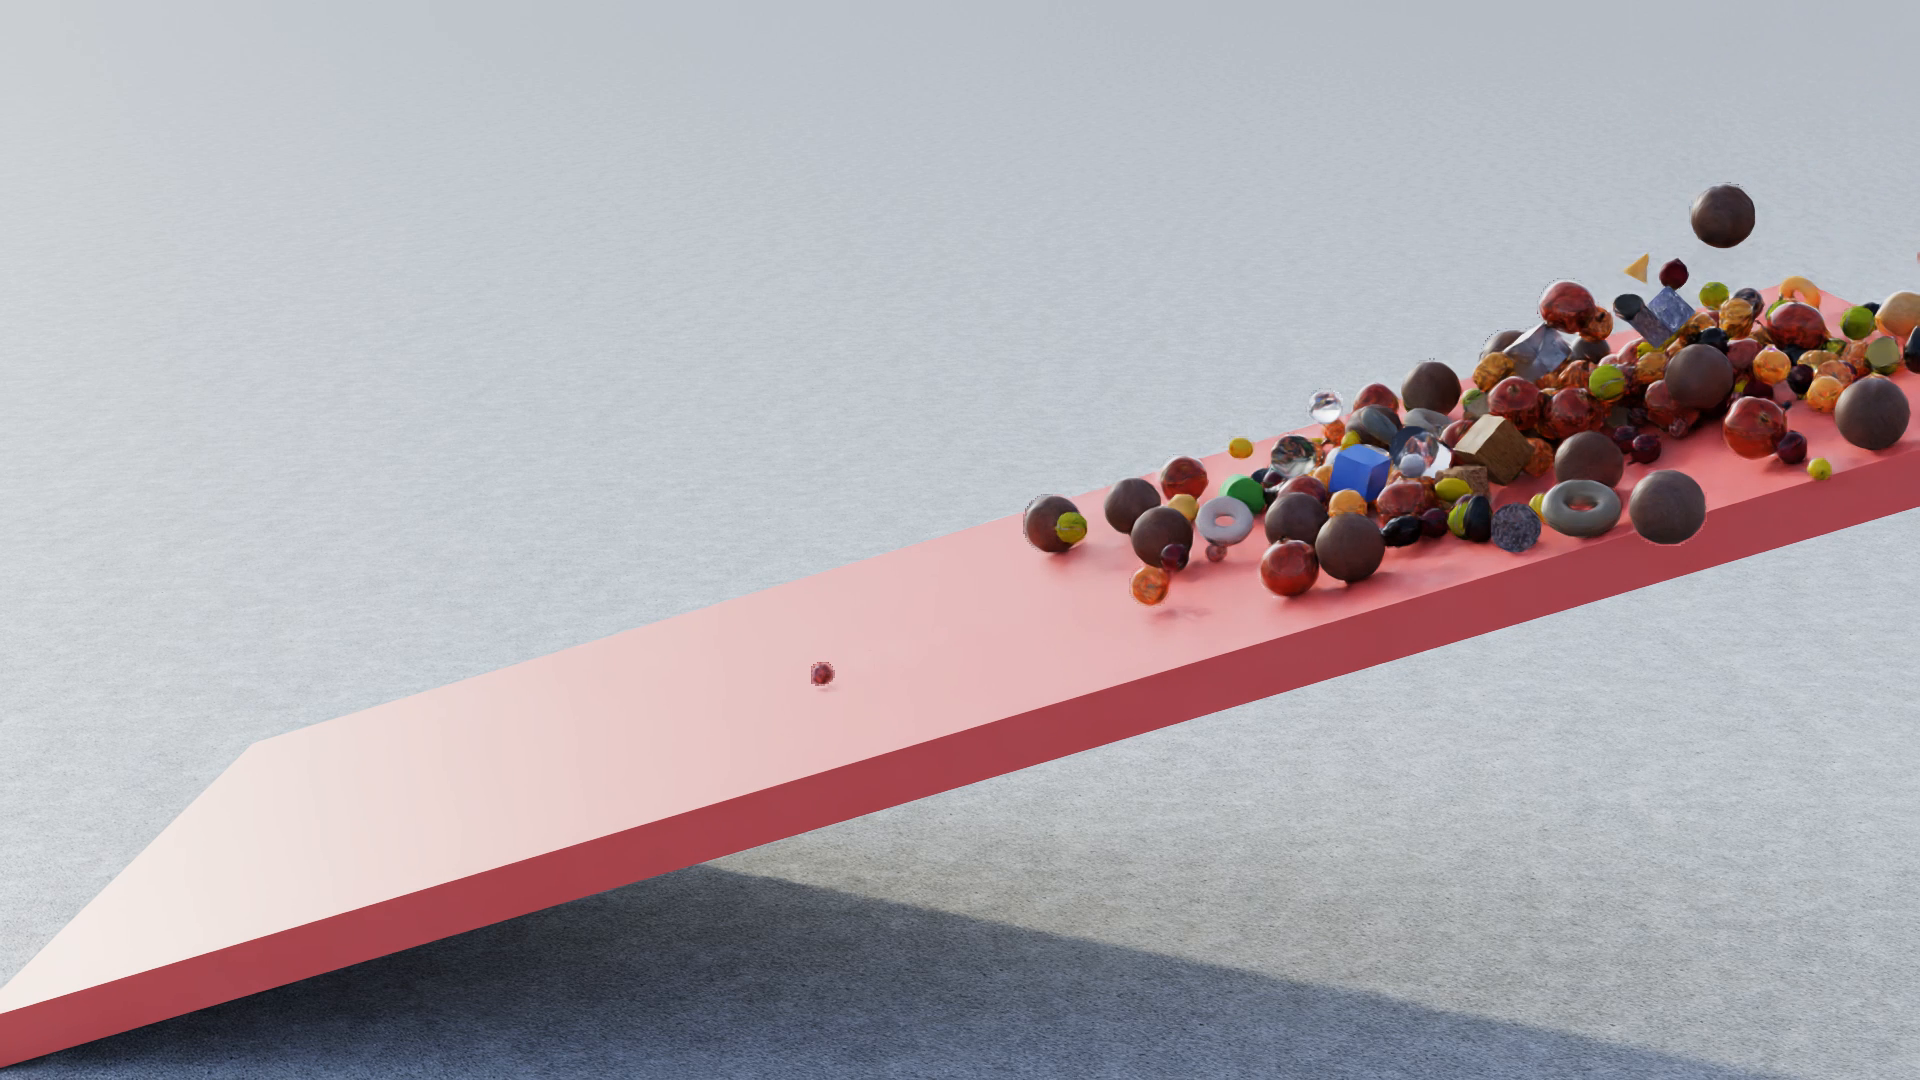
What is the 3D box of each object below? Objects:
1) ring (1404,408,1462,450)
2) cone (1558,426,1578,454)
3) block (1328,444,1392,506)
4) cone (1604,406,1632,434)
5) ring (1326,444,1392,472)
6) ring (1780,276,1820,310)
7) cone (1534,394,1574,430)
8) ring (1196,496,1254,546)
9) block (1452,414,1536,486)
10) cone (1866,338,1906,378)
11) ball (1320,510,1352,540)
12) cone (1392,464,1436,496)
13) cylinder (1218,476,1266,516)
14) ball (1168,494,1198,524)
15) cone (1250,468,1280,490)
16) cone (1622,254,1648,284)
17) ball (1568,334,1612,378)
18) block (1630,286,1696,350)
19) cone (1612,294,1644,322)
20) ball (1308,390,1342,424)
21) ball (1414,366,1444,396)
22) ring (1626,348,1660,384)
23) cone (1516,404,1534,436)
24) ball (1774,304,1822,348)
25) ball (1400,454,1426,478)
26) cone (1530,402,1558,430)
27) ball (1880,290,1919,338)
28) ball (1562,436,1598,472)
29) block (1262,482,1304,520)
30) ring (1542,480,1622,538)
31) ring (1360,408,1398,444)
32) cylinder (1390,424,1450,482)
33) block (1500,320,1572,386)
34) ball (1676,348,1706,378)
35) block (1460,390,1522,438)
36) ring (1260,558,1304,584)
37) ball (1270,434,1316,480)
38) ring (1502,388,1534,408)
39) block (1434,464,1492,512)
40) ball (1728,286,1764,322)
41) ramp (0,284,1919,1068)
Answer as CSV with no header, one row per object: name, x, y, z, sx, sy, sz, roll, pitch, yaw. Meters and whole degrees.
ring,1.023,-0.240,6.358,0.136,0.045,0.136,16,25,-8
cone,1.248,-0.195,6.034,0.056,0.056,0.056,-43,5,12
block,0.813,-0.134,5.981,0.084,0.084,0.084,25,28,29
cone,1.357,-0.235,6.052,0.060,0.060,0.060,1,40,4
ring,0.868,-0.170,6.402,0.145,0.048,0.145,-2,19,1
ring,1.891,-0.548,6.625,0.034,0.101,0.101,-35,30,-32
cone,1.261,-0.259,6.307,0.077,0.077,0.077,-40,3,13
ring,0.543,-0.038,6.033,0.118,0.039,0.118,-2,54,3
block,1.059,-0.179,5.832,0.096,0.096,0.096,44,-7,-17
cone,1.852,-0.359,5.828,0.080,0.080,0.080,1,8,-38
ball,0.752,-0.030,5.886,0.062,0.062,0.062,0,11,0
cone,0.966,-0.132,6.118,0.096,0.096,0.096,7,6,-29
cylinder,0.613,-0.095,6.393,0.086,0.086,0.086,-1,4,-7
ball,0.494,-0.068,6.506,0.070,0.070,0.070,0,11,0
cone,0.683,-0.116,6.544,0.072,0.072,0.072,3,-12,15
cone,1.495,-0.604,6.454,0.063,0.063,0.063,25,13,-7
ball,1.399,-0.410,6.534,0.097,0.097,0.097,0,11,0
block,1.438,-0.456,6.020,0.078,0.078,0.078,-42,-6,-25
cone,1.426,-0.479,6.267,0.067,0.067,0.067,2,35,10
ball,0.703,-0.256,5.668,0.065,0.065,0.065,0,11,0
ball,1.133,-0.385,7.109,0.071,0.071,0.071,0,11,0
ring,1.477,-0.375,6.355,0.028,0.083,0.083,-34,29,-31
cone,1.236,-0.254,6.344,0.069,0.069,0.069,7,6,-30
ball,1.779,-0.453,6.241,0.096,0.096,0.096,0,11,0
ball,0.900,-0.147,5.850,0.051,0.051,0.051,0,11,0
cone,1.229,-0.252,6.253,0.058,0.058,0.058,-9,-30,-38
ball,1.946,-0.465,6.059,0.098,0.098,0.098,0,11,0
ball,1.226,-0.170,5.813,0.069,0.069,0.069,0,11,0
block,0.691,-0.085,6.289,0.060,0.060,0.060,-20,10,-12
ring,1.124,-0.057,5.319,0.143,0.048,0.143,-5,38,4
ring,0.886,-0.240,6.205,0.097,0.032,0.097,34,23,-16
cylinder,0.936,-0.176,5.986,0.093,0.093,0.093,10,-13,40
block,1.203,-0.390,6.135,0.086,0.086,0.086,-39,3,-33
ball,1.510,-0.364,6.073,0.060,0.060,0.060,0,11,0
block,1.115,-0.246,6.182,0.084,0.084,0.084,-33,57,-26
ring,0.626,0.059,5.717,0.093,0.031,0.093,-16,12,3
ball,0.694,-0.173,6.118,0.096,0.096,0.096,0,11,0
ring,1.227,-0.302,6.570,0.122,0.041,0.122,-25,8,4
block,0.992,-0.103,5.802,0.076,0.076,0.076,-13,9,-15
ball,1.729,-0.518,6.466,0.077,0.077,0.077,0,11,0
ramp,0.097,0.184,6.314,4.000,0.100,2.000,-17,10,5
